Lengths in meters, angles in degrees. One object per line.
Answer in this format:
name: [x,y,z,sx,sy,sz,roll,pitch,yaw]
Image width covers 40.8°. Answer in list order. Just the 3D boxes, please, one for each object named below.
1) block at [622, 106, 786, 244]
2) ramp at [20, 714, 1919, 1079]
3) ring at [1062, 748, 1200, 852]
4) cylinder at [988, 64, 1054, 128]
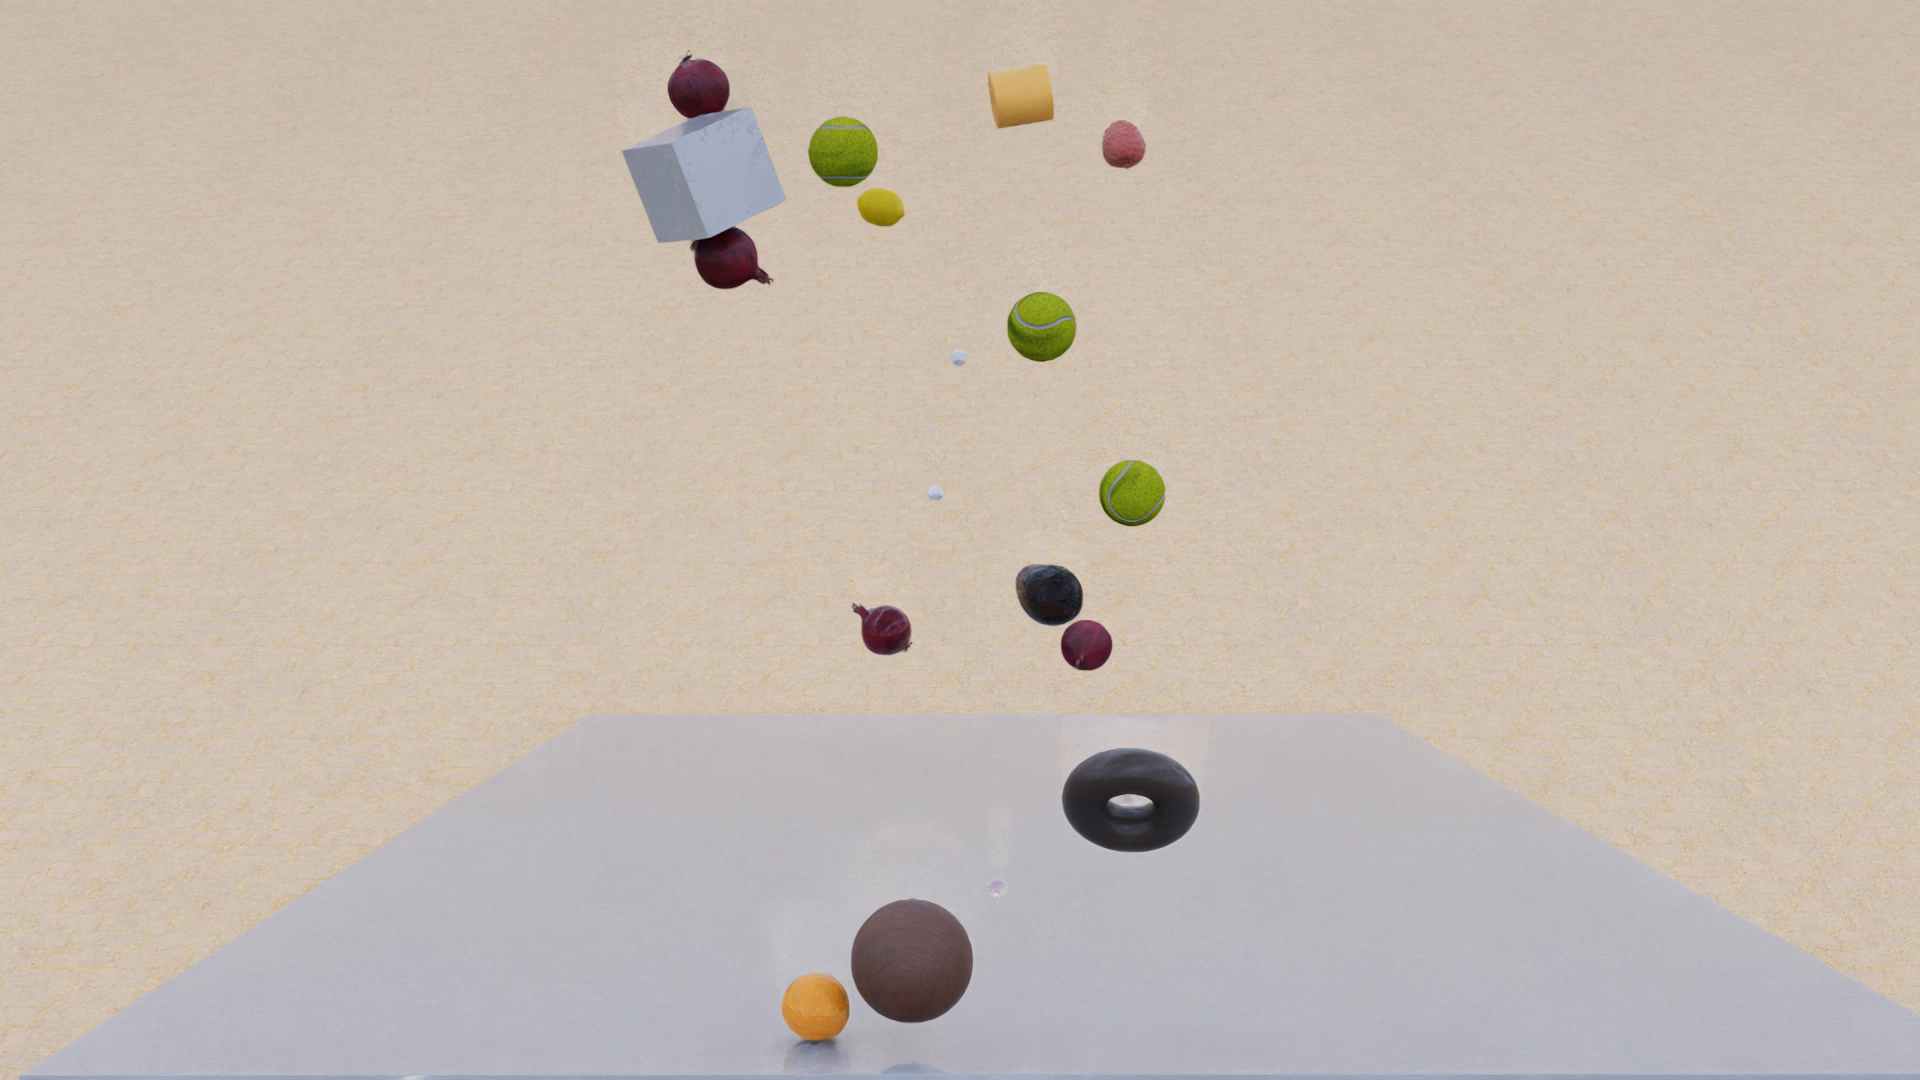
block: [-0.236,-0.336,2.377,0.092,0.092,0.092,-31,20,-31]
ramp: [0.059,0.538,4.574,2.000,0.100,4.000,0,1,0]
ring: [0.183,0.279,2.758,0.148,0.148,0.049,2,45,4]
cylinder: [0.057,-0.413,2.398,0.052,0.052,0.052,-10,27,-3]
